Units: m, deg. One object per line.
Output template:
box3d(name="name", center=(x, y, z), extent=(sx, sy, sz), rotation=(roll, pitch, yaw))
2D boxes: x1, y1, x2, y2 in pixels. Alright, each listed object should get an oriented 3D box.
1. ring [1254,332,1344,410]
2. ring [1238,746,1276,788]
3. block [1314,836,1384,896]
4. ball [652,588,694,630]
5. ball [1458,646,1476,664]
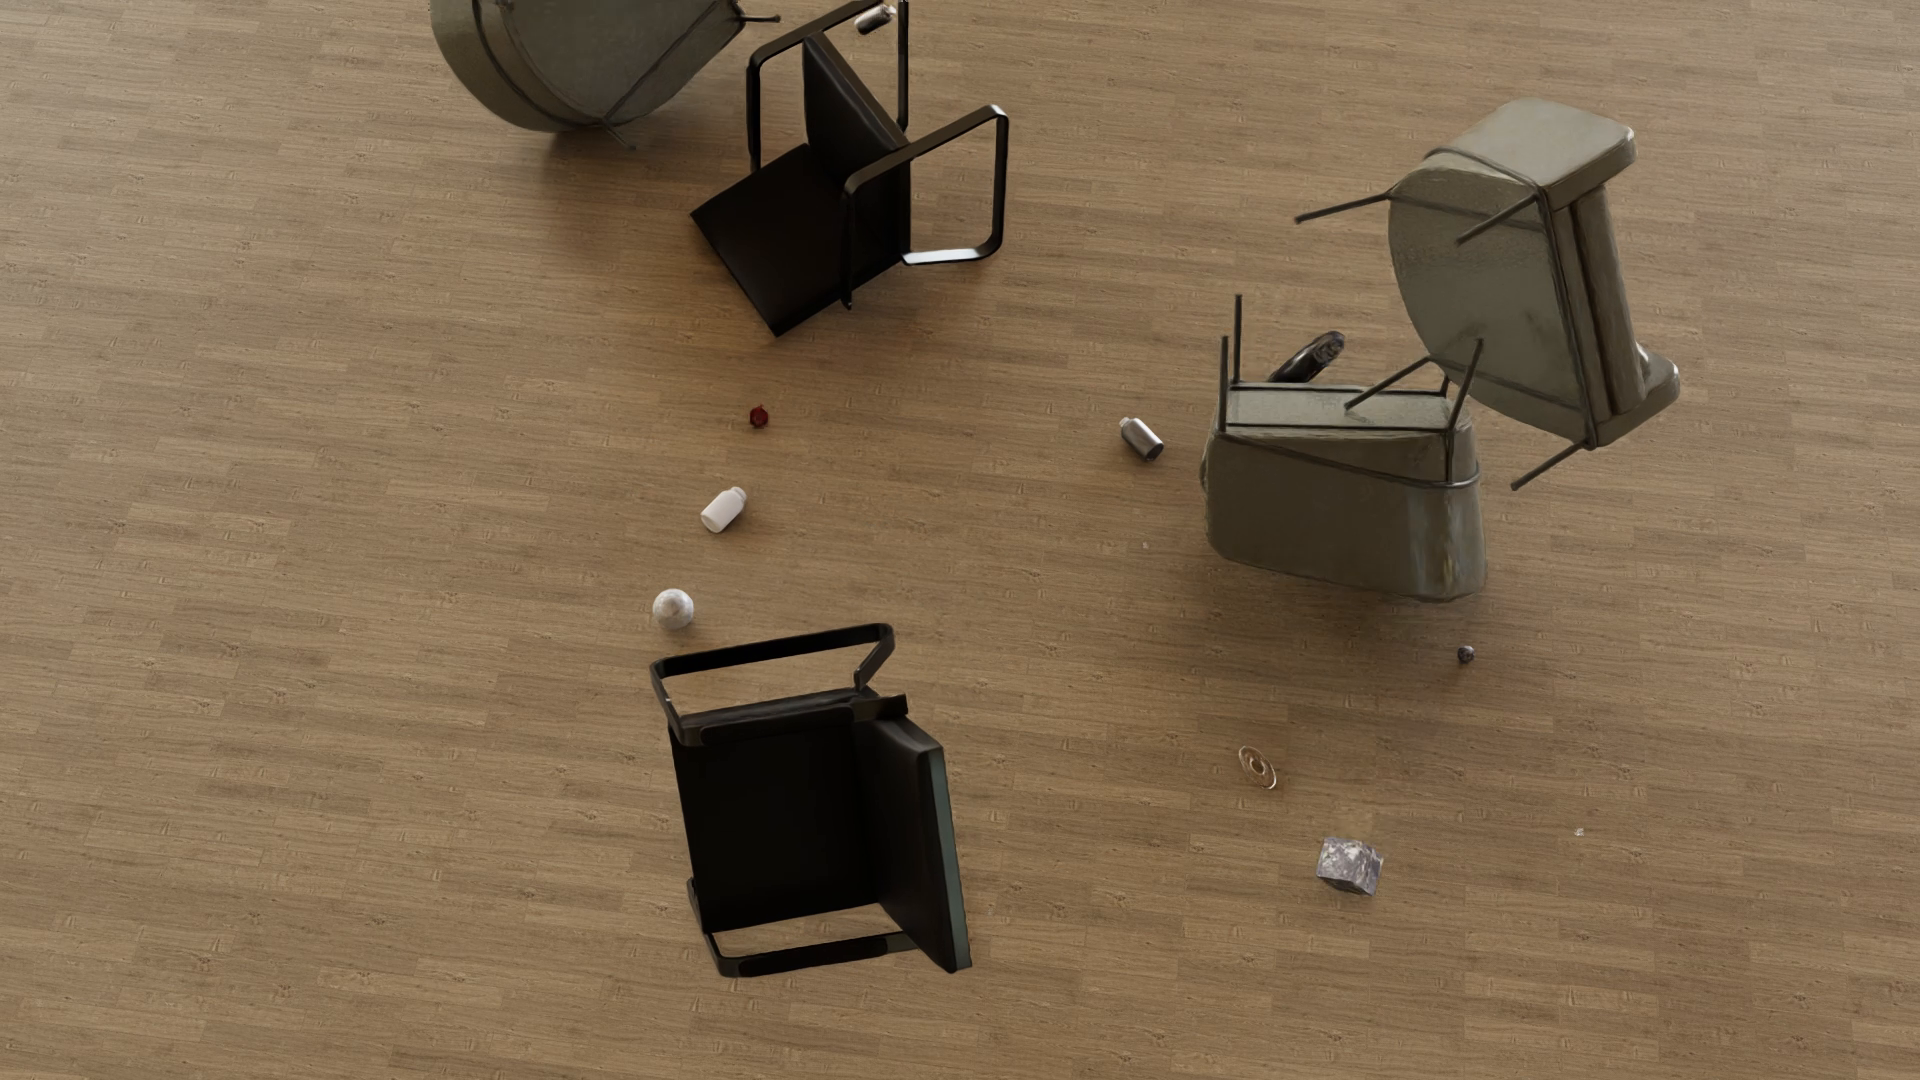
box3d(name="ring", center=(1.044, -0.522, 6.781), extent=(0.345, 0.196, 0.082), rotation=(-40, 92, 13))
box3d(name="ring", center=(0.830, 0.634, 6.137), extent=(0.075, 0.018, 0.148), rotation=(-25, 60, -15))
box3d(name="block", center=(1.041, 0.872, 5.876), extent=(0.114, 0.120, 0.112), rotation=(2, 65, 43))
box3d(name="ball", center=(-0.830, 0.201, 6.367), extent=(0.119, 0.119, 0.119), rotation=(0, 56, 0))
box3d(name="ball", center=(1.456, 0.329, 6.323), extent=(0.051, 0.051, 0.051), rotation=(0, 56, 0))
